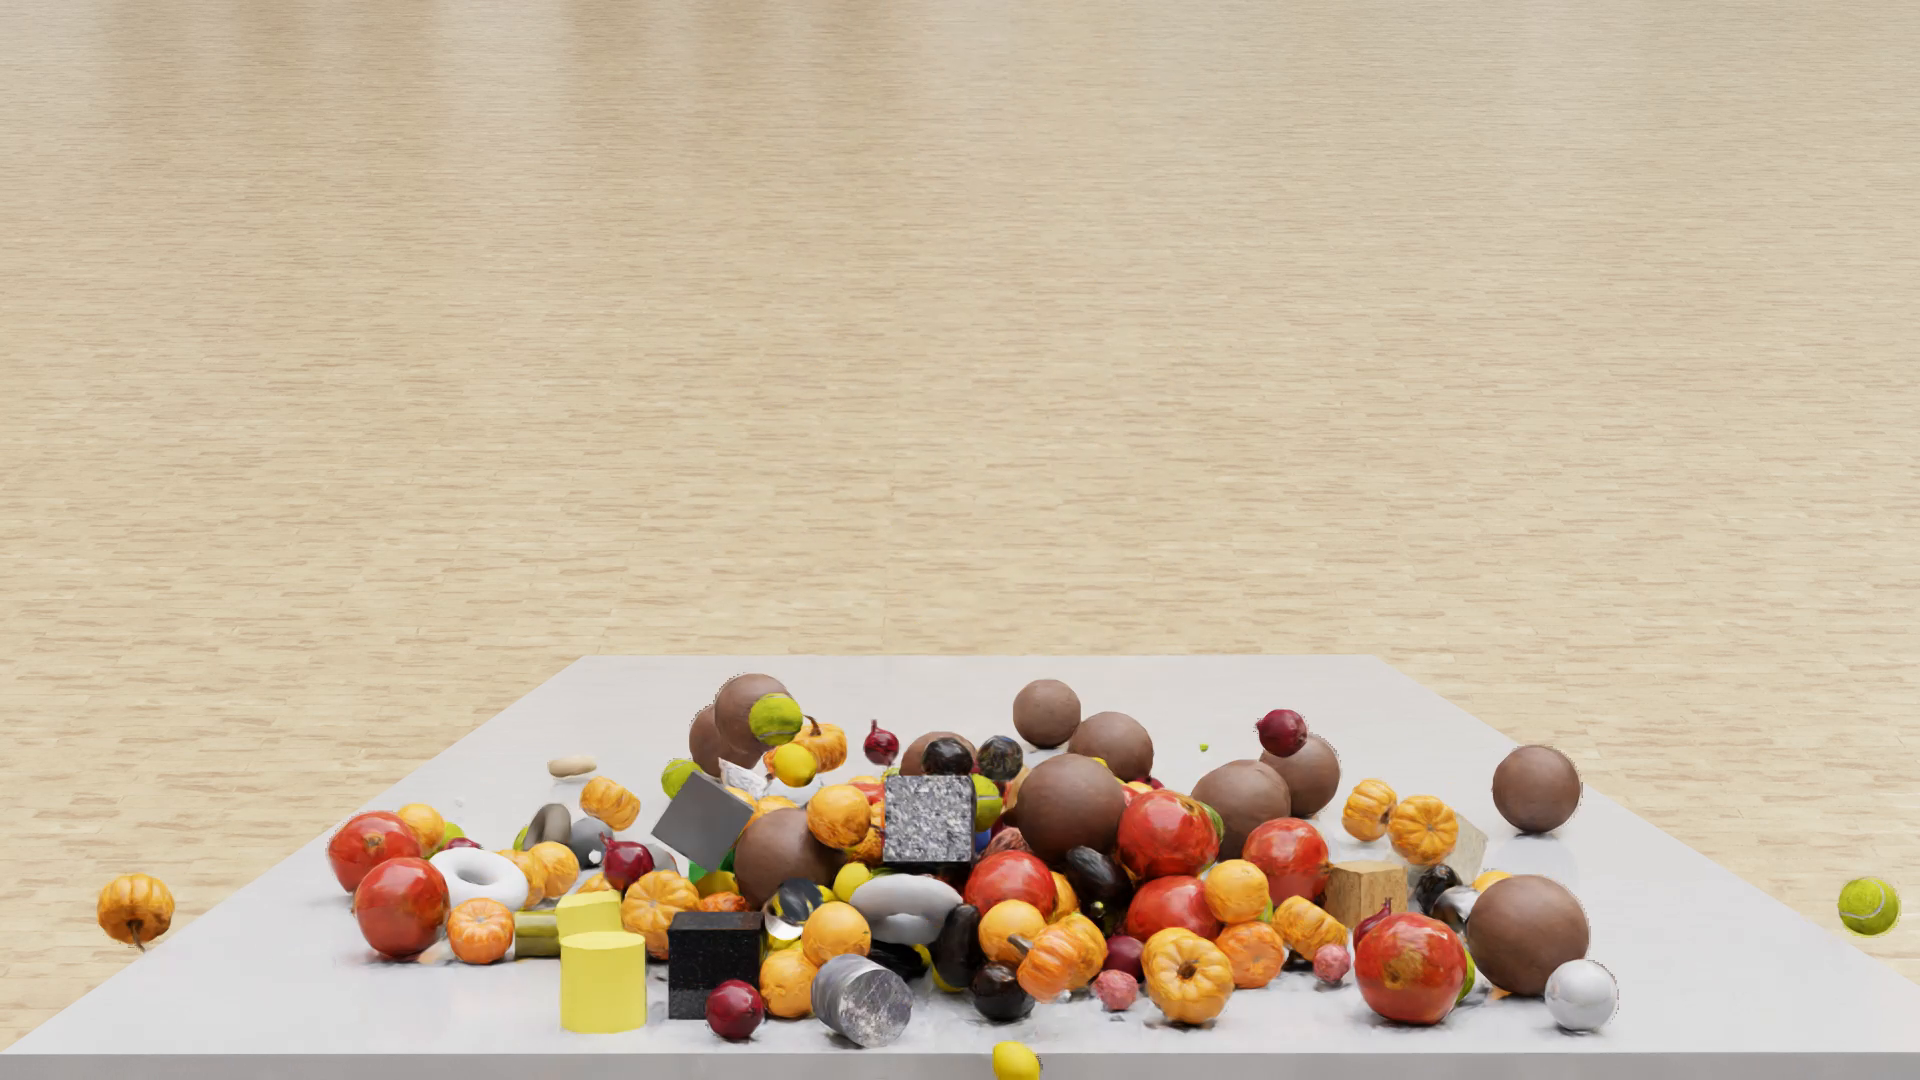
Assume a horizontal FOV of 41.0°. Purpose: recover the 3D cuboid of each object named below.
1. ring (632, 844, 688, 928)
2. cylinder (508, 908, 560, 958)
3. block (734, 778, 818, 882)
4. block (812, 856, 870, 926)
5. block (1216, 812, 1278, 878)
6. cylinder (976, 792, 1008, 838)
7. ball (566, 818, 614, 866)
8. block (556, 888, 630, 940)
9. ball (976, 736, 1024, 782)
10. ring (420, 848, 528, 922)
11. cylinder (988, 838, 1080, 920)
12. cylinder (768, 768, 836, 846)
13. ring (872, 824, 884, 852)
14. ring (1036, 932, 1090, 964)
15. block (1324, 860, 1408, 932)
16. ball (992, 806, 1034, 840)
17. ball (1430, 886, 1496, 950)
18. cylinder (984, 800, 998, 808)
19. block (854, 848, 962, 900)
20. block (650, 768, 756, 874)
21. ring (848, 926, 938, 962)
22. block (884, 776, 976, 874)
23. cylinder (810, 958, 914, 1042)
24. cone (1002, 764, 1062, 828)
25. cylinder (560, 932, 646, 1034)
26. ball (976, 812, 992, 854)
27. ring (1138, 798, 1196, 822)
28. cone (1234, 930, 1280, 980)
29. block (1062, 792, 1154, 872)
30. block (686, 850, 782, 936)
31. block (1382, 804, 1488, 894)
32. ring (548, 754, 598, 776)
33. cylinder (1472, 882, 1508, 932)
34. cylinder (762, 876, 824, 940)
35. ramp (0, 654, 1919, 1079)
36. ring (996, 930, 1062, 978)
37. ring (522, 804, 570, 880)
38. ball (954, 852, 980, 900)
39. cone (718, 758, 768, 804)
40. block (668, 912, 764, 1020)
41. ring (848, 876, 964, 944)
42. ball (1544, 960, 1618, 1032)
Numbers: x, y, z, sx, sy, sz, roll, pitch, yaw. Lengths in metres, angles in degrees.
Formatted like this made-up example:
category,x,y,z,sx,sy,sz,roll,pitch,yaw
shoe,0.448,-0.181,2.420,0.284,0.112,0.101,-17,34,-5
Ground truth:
category,x,y,z,sx,sy,sz,roll,pitch,yaw
ring,-0.368,0.422,3.143,0.035,0.106,0.106,-13,25,-33
cylinder,-0.487,0.455,2.972,0.054,0.054,0.054,14,14,-25
block,-0.233,0.384,3.372,0.093,0.093,0.093,29,-21,0
block,-0.129,0.431,3.159,0.069,0.069,0.069,-9,3,-41
block,0.392,0.415,3.506,0.076,0.076,0.076,1,3,13
cylinder,0.008,0.381,3.399,0.083,0.083,0.083,-29,28,17
ball,-0.511,0.417,3.552,0.068,0.068,0.068,0,21,0
block,-0.418,0.444,2.936,0.071,0.071,0.071,-7,3,-1
ball,0.047,0.258,3.022,0.055,0.055,0.055,0,21,0
ring,-0.590,0.418,3.121,0.132,0.044,0.132,14,20,-5
cylinder,0.088,0.421,3.191,0.092,0.092,0.092,-2,19,-34
cylinder,-0.199,0.337,3.254,0.070,0.070,0.070,-11,39,9
ring,-0.077,0.402,3.400,0.081,0.081,0.027,5,48,13
ring,0.112,0.470,2.959,0.077,0.026,0.077,4,5,0
block,0.498,0.436,3.156,0.072,0.072,0.072,-2,4,-31
ball,0.060,0.409,3.547,0.083,0.083,0.083,0,21,0
ball,0.589,0.442,3.011,0.075,0.075,0.075,0,21,0
cylinder,0.026,0.411,3.797,0.052,0.052,0.052,0,19,-28
block,-0.063,0.417,3.118,0.080,0.080,0.080,-30,17,-37
block,-0.300,0.329,3.010,0.086,0.086,0.086,34,-5,-1
ring,-0.077,0.463,2.966,0.106,0.035,0.106,6,1,0
block,-0.033,0.322,2.895,0.096,0.096,0.096,0,-16,4
cylinder,-0.100,0.463,2.588,0.079,0.079,0.079,-12,1,-29
cone,0.082,0.305,3.189,0.077,0.077,0.077,-5,59,-13
cylinder,-0.368,0.456,2.651,0.087,0.087,0.087,0,3,0
ball,0.011,0.353,3.101,0.053,0.053,0.053,0,21,0
ring,0.315,0.414,3.941,0.093,0.031,0.093,2,0,0
cone,0.321,0.475,2.871,0.056,0.056,0.056,11,35,26
block,0.197,0.391,3.441,0.073,0.073,0.073,-27,2,-42
block,-0.275,0.426,3.113,0.089,0.089,0.089,4,1,-20
block,0.616,0.404,3.329,0.086,0.086,0.086,3,-25,45
ring,-0.655,0.382,4.352,0.084,0.028,0.084,-9,-9,-1
cylinder,0.637,0.447,3.128,0.052,0.052,0.052,2,3,4
cylinder,-0.182,0.401,2.796,0.053,0.053,0.053,13,57,-20
ramp,0.050,0.449,4.532,2.000,0.100,4.000,0,3,0
ring,0.077,0.464,2.883,0.079,0.026,0.079,21,13,-5
ring,-0.549,0.400,3.408,0.035,0.106,0.106,23,12,-24
ball,0.016,0.406,3.143,0.068,0.068,0.068,0,21,0
cone,-0.329,0.341,3.722,0.072,0.072,0.072,-29,24,14
block,-0.257,0.448,2.715,0.095,0.095,0.095,0,3,-1
ring,-0.058,0.399,2.774,0.126,0.126,0.042,1,59,2
ball,0.632,0.464,2.619,0.072,0.072,0.072,0,21,0
